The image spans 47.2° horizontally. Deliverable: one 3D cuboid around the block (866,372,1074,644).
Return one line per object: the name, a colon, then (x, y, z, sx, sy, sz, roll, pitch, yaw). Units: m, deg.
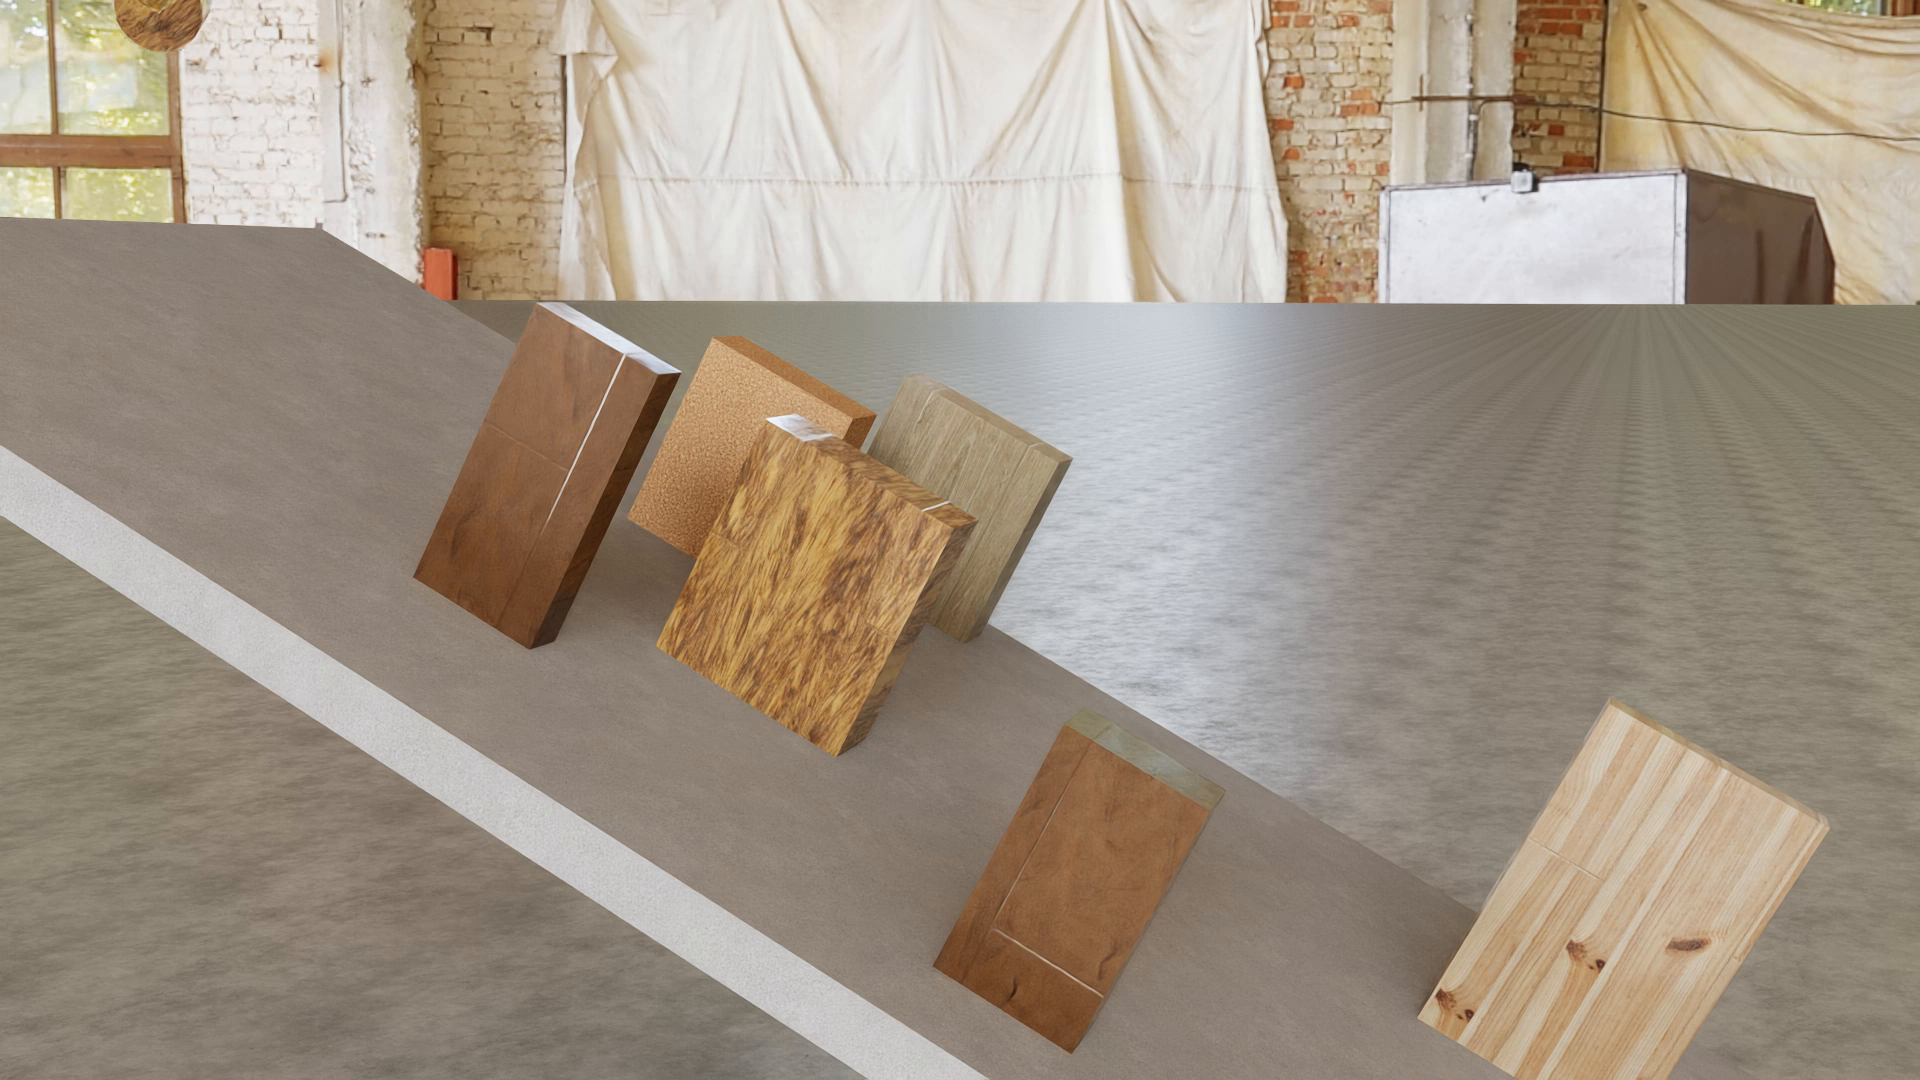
block: (-0.036, -0.073, 4.901, 0.394, 0.460, 0.129, 30, 14, 12)

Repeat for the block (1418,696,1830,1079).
block: (1.189, 0.687, 3.979, 0.422, 0.688, 0.081, 30, 14, 12)

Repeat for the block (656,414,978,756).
block: (-0.258, 0.078, 3.937, 0.390, 0.468, 0.150, 30, 14, 12)

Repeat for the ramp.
ramp: (-0.221, 0.367, 4.147, 4.000, 0.100, 2.000, 30, 14, 12)

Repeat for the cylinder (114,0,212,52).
cylinder: (-1.713, -1.157, 4.734, 0.177, 0.177, 0.177, -1, 23, -12)

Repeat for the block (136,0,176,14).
block: (-1.555, -1.173, 4.224, 0.192, 0.192, 0.192, 30, 33, -9)

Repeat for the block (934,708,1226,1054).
block: (0.178, 0.506, 3.286, 0.244, 0.432, 0.133, 30, 14, 12)

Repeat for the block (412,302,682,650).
block: (-0.693, -0.107, 3.679, 0.245, 0.523, 0.090, 30, 14, 12)

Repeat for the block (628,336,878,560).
block: (-0.429, -0.152, 4.536, 0.340, 0.422, 0.149, 30, 14, 12)
